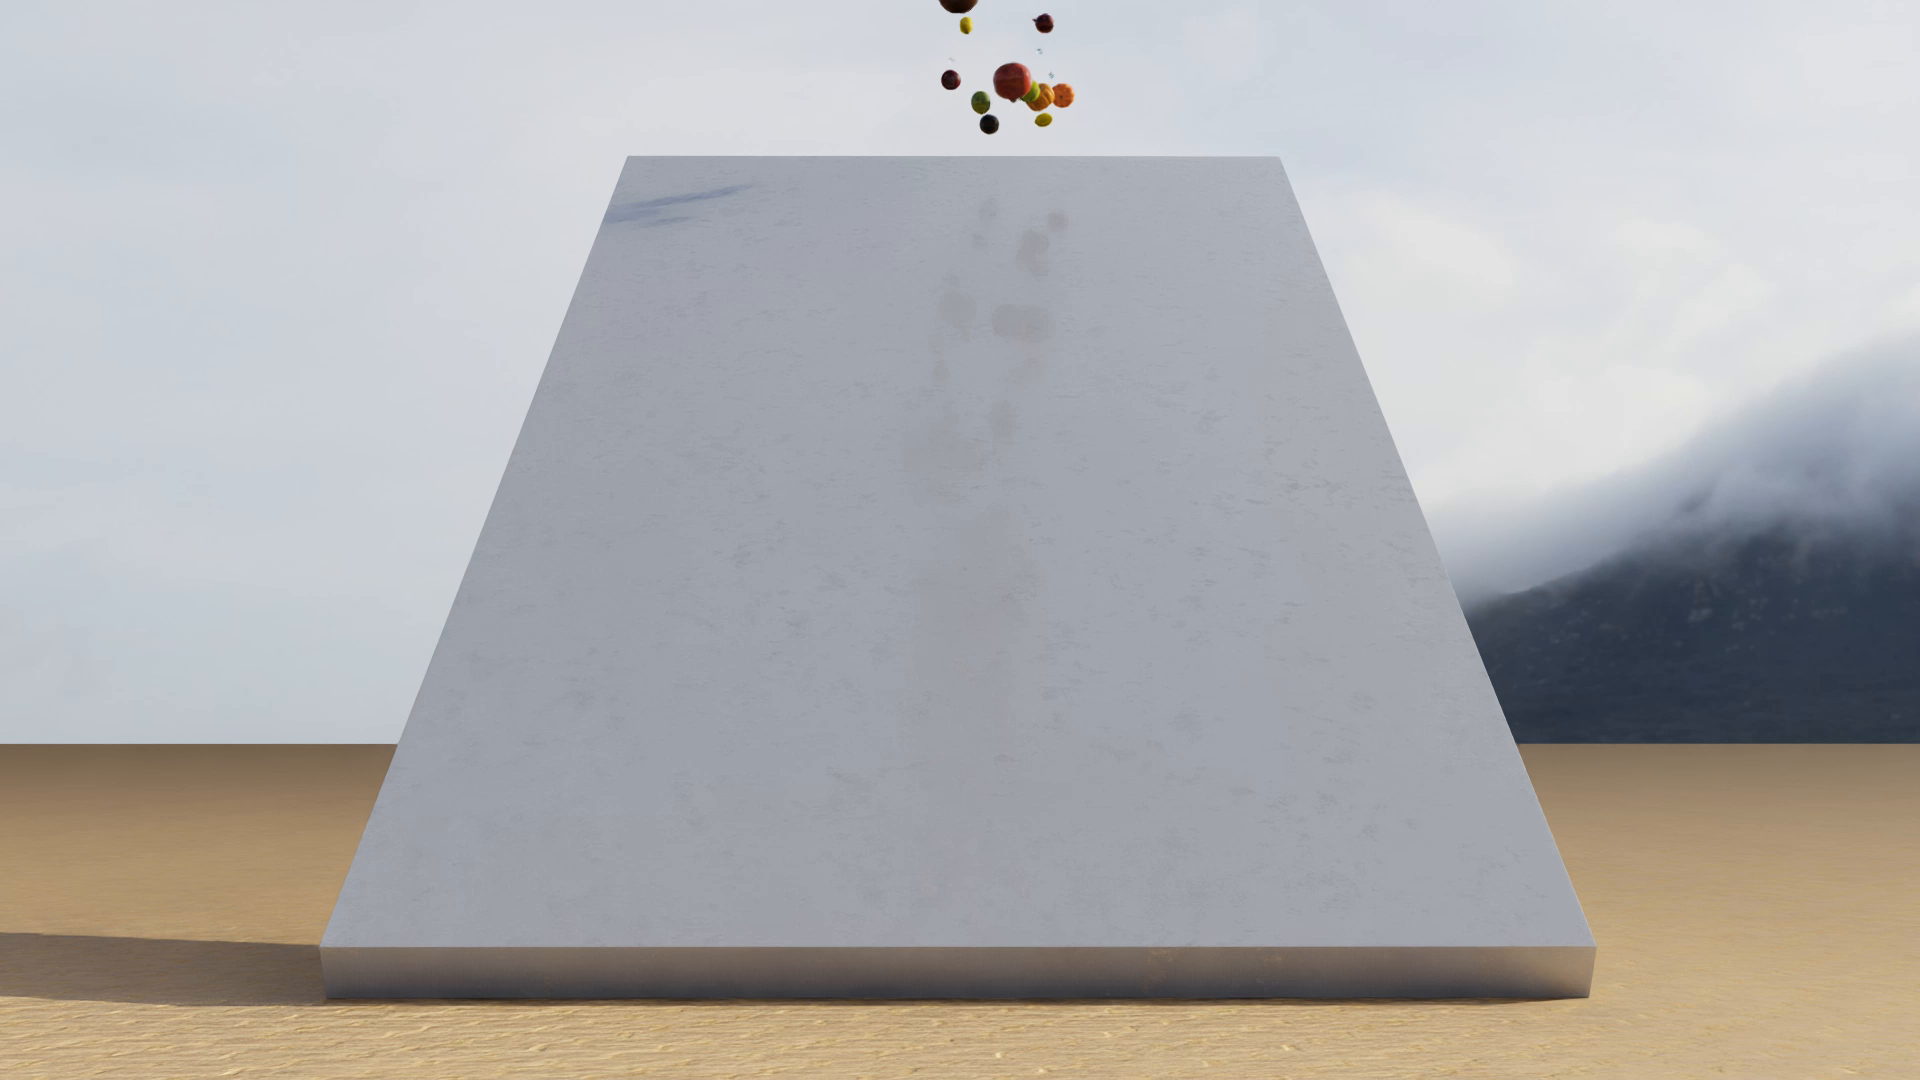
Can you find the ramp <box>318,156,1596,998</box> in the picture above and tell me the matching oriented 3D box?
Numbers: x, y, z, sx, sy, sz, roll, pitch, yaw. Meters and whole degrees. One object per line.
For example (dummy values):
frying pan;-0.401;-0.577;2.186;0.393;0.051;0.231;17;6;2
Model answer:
ramp;-0.011;-0.226;5.515;2.000;0.100;4.000;0;27;0
